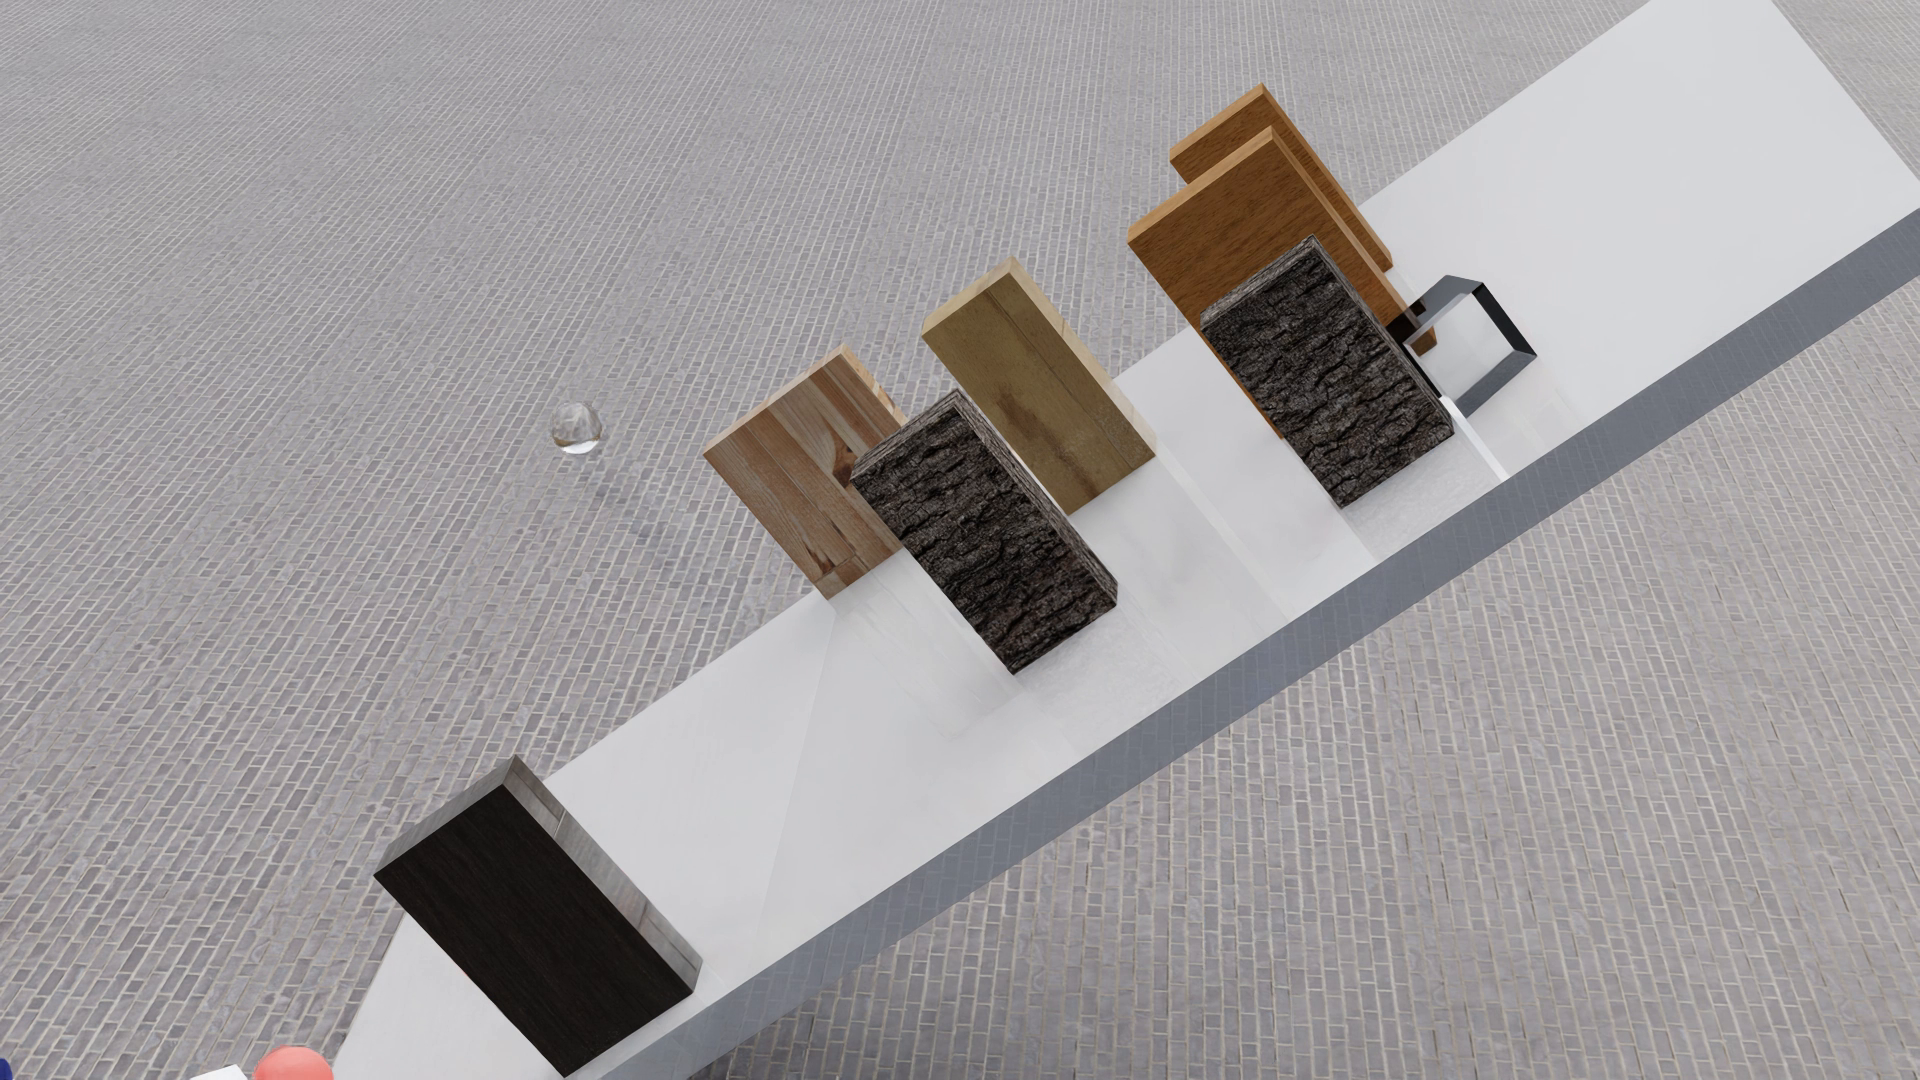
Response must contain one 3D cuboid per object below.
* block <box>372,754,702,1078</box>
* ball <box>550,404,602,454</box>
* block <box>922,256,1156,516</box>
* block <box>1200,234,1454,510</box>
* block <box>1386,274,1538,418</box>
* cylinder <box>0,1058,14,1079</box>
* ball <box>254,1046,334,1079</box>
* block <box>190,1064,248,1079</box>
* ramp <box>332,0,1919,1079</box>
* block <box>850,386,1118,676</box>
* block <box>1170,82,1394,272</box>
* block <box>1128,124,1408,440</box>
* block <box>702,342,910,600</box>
[{"bbox_3d":[-0.817,0.736,5.728,0.338,0.564,0.122,-35,16,17],"label":"block"},{"bbox_3d":[-1.400,-0.406,10.731,0.184,0.184,0.184,0,23,0],"label":"ball"},{"bbox_3d":[0.177,-0.338,6.477,0.243,0.527,0.126,-35,16,17],"label":"block"},{"bbox_3d":[0.675,-0.307,5.409,0.254,0.438,0.103,-35,16,17],"label":"block"},{"bbox_3d":[0.923,-0.361,5.473,0.179,0.179,0.179,-41,16,-3],"label":"block"},{"bbox_3d":[-2.305,1.282,6.762,0.188,0.188,0.188,0,23,6],"label":"cylinder"},{"bbox_3d":[-1.507,1.236,6.650,0.181,0.181,0.181,0,23,0],"label":"ball"},{"bbox_3d":[-1.704,1.304,6.808,0.112,0.112,0.112,-14,27,-30],"label":"block"},{"bbox_3d":[0.126,0.181,6.329,4.000,0.100,2.000,-35,16,17],"label":"ramp"},{"bbox_3d":[0.051,-0.015,5.874,0.262,0.526,0.114,-35,16,17],"label":"block"},{"bbox_3d":[0.701,-0.726,6.422,0.248,0.483,0.097,-35,16,17],"label":"block"},{"bbox_3d":[0.636,-0.515,5.919,0.355,0.521,0.106,-35,16,17],"label":"block"},{"bbox_3d":[-0.304,-0.163,7.183,0.436,0.483,0.081,-35,16,17],"label":"block"}]
